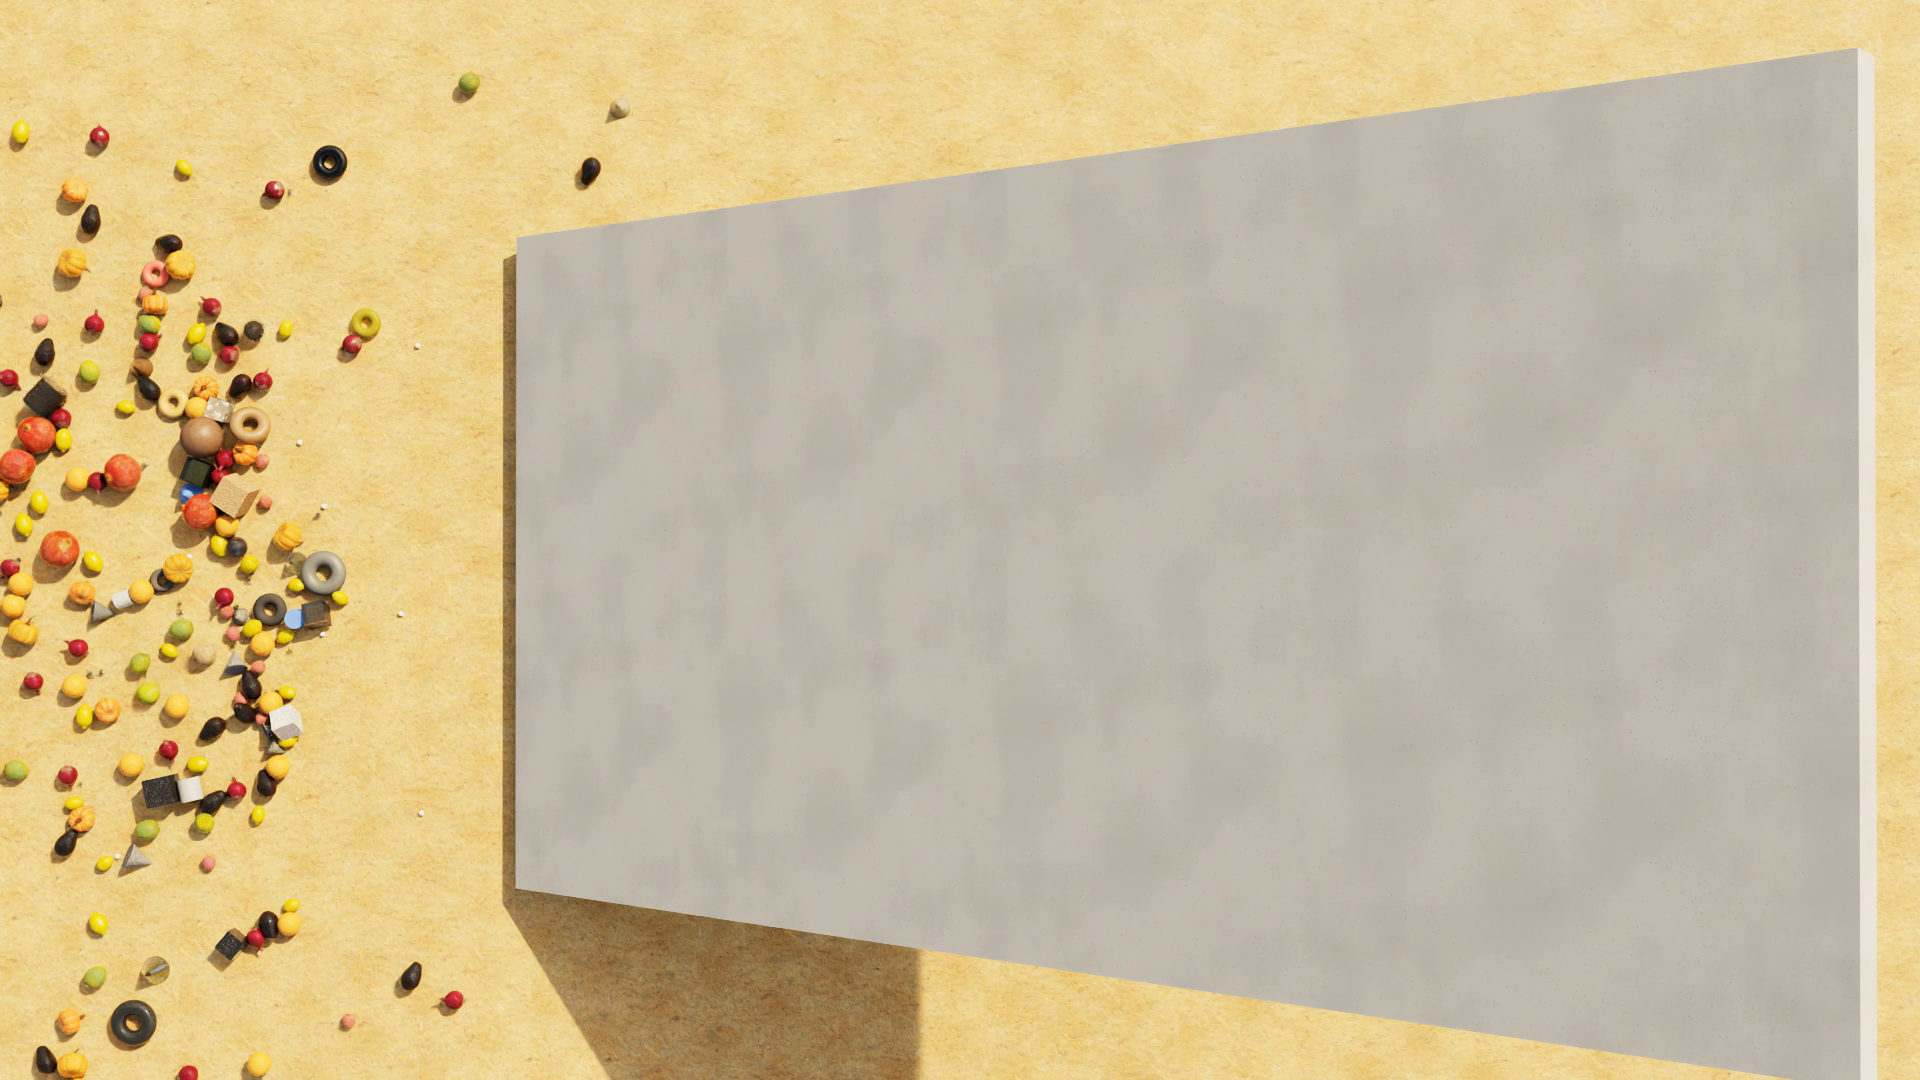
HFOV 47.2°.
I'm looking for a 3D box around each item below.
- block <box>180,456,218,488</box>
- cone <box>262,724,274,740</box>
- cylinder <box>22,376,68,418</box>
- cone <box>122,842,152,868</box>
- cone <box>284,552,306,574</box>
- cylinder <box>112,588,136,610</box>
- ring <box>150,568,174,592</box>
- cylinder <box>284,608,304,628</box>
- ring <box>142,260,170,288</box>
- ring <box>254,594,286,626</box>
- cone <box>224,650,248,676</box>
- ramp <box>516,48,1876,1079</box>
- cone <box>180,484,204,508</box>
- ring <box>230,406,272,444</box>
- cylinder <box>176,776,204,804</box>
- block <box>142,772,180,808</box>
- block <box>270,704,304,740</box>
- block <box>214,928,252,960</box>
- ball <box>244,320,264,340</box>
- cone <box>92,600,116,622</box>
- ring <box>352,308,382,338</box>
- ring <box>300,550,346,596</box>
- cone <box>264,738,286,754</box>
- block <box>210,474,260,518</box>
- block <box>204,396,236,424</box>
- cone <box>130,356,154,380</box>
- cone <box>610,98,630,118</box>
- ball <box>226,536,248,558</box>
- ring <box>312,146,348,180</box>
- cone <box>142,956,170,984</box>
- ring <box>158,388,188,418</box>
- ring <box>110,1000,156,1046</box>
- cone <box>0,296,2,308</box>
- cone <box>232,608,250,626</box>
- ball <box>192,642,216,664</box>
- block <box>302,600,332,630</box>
[{"bbox_3d":[-2.355,-0.208,6.801,0.073,0.073,0.073,22,90,0],"label":"block"},{"bbox_3d":[-2.128,0.586,6.821,0.053,0.053,0.053,-25,90,-27],"label":"cone"},{"bbox_3d":[-2.824,-0.441,6.793,0.094,0.094,0.094,42,90,0],"label":"cylinder"},{"bbox_3d":[-2.538,0.990,6.812,0.082,0.082,0.082,27,90,-26],"label":"cone"},{"bbox_3d":[-2.063,0.072,6.800,0.072,0.072,0.072,0,90,0],"label":"cone"},{"bbox_3d":[-2.589,0.182,6.810,0.051,0.051,0.051,-20,90,0],"label":"cylinder"},{"bbox_3d":[-2.476,0.125,6.823,0.075,0.025,0.075,0,89,0],"label":"ring"},{"bbox_3d":[-2.051,0.244,6.805,0.060,0.060,0.060,0,90,0],"label":"cylinder"},{"bbox_3d":[-2.497,-0.827,6.828,0.083,0.028,0.083,0,90,-1],"label":"ring"},{"bbox_3d":[-2.139,0.216,6.818,0.104,0.035,0.104,0,91,-1],"label":"ring"},{"bbox_3d":[-2.248,0.372,6.818,0.071,0.071,0.071,-16,63,0],"label":"cone"},{"bbox_3d":[0.212,0.062,5.527,4.000,0.100,2.000,0,90,39],"label":"ramp"},{"bbox_3d":[-2.389,-0.139,6.798,0.078,0.078,0.078,0,90,0],"label":"cone"},{"bbox_3d":[-2.195,-0.355,6.800,0.125,0.042,0.125,7,63,-15],"label":"ring"},{"bbox_3d":[-2.380,0.771,6.797,0.070,0.070,0.070,-12,90,0],"label":"cylinder"},{"bbox_3d":[-2.461,0.774,6.788,0.086,0.086,0.086,-12,90,0],"label":"block"},{"bbox_3d":[-2.078,0.563,6.784,0.070,0.070,0.070,-21,55,0],"label":"block"},{"bbox_3d":[-2.247,1.249,6.796,0.066,0.066,0.066,40,90,0],"label":"block"},{"bbox_3d":[-2.187,-0.649,6.809,0.062,0.062,0.062,0,90,0],"label":"ball"},{"bbox_3d":[-2.649,0.225,6.818,0.074,0.074,0.074,7,90,-27],"label":"cone"},{"bbox_3d":[-1.843,-0.672,6.826,0.093,0.031,0.093,0,90,-1],"label":"ring"},{"bbox_3d":[-1.972,0.103,6.813,0.141,0.047,0.141,0,88,0],"label":"ring"},{"bbox_3d":[-2.116,0.649,6.819,0.059,0.059,0.059,27,90,-26],"label":"cone"},{"bbox_3d":[-2.236,-0.138,6.783,0.092,0.092,0.092,33,101,0],"label":"block"},{"bbox_3d":[-2.292,-0.403,6.808,0.063,0.063,0.063,19,90,0],"label":"block"},{"bbox_3d":[-2.546,-0.535,6.804,0.072,0.072,0.072,0,90,0],"label":"cone"},{"bbox_3d":[-1.058,-1.343,6.812,0.065,0.065,0.065,0,90,0],"label":"cone"},{"bbox_3d":[-2.237,0.022,6.803,0.066,0.066,0.066,0,90,0],"label":"ball"},{"bbox_3d":[-1.956,-1.172,6.826,0.109,0.036,0.109,0,90,-1],"label":"ring"},{"bbox_3d":[-2.498,1.336,6.783,0.089,0.089,0.089,0,90,0],"label":"cone"},{"bbox_3d":[-2.441,-0.425,6.823,0.095,0.032,0.095,0,90,1],"label":"ring"},{"bbox_3d":[-2.557,1.493,6.804,0.143,0.048,0.143,0,90,1],"label":"ring"},{"bbox_3d":[-3.020,-0.742,6.799,0.084,0.084,0.084,0,90,0],"label":"cone"},{"bbox_3d":[-2.234,0.239,6.806,0.057,0.057,0.057,0,90,0],"label":"cone"},{"bbox_3d":[-2.337,0.351,6.800,0.069,0.069,0.069,0,90,0],"label":"ball"},{"bbox_3d":[-1.988,0.231,6.793,0.067,0.067,0.067,-12,73,0],"label":"block"}]
